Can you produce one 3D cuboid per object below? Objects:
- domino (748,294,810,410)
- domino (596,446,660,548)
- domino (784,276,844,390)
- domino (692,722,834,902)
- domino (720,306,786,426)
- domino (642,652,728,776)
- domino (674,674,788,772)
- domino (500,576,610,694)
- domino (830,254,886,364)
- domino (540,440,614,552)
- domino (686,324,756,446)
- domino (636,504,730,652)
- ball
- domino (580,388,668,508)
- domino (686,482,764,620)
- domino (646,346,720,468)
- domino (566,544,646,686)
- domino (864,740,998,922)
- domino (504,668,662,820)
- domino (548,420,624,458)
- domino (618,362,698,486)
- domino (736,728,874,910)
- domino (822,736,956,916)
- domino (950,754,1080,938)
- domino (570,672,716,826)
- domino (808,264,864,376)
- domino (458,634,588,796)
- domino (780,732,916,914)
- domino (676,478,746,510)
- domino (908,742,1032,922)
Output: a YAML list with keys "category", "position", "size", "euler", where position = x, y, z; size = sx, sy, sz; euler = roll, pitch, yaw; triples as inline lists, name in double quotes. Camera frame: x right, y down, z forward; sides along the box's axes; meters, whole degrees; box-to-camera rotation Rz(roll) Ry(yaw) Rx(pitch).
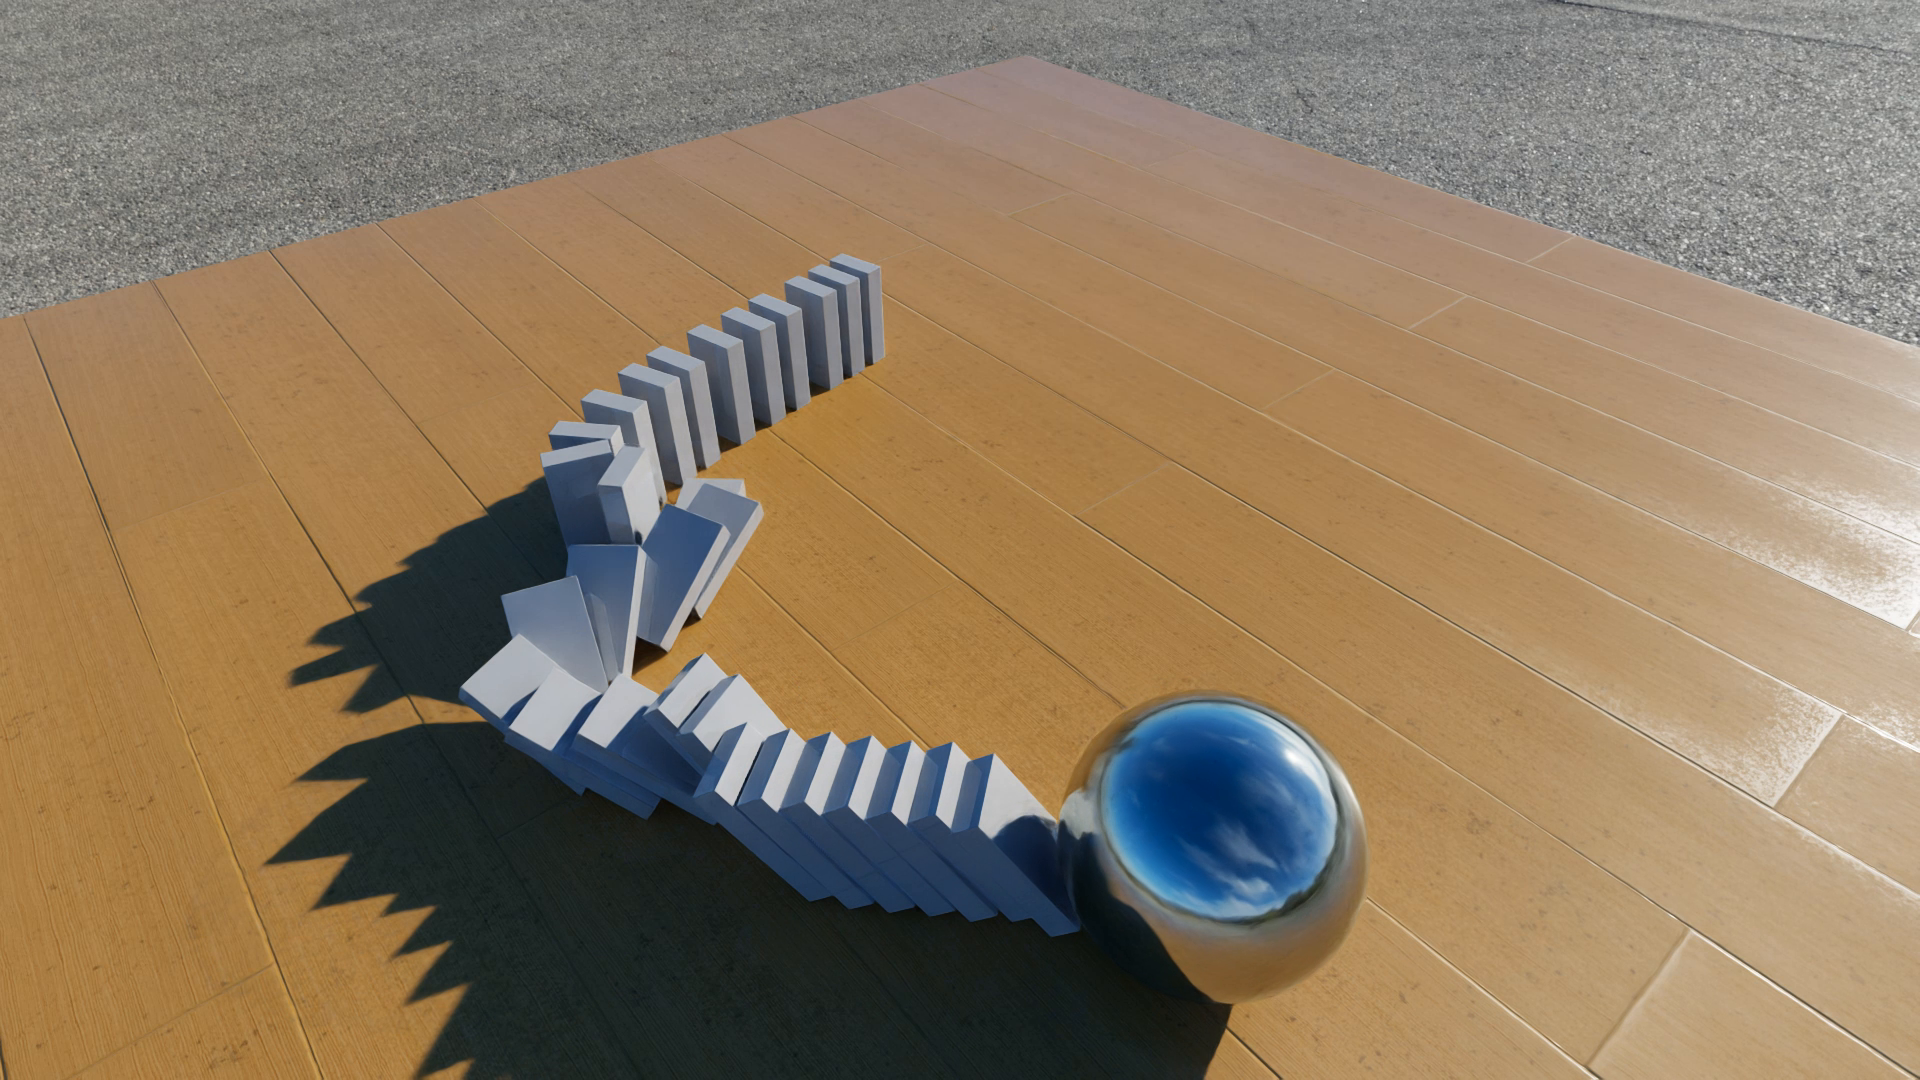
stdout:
- category: "domino"
  position: [-0.085, -0.089, 0.520]
  size: [0.025, 0.050, 0.009]
  euler: [26, 46, 28]
- category: "domino"
  position: [-0.125, -0.008, 0.421]
  size: [0.010, 0.050, 0.025]
  euler: [5, 40, 6]
- category: "domino"
  position: [-0.071, -0.100, 0.534]
  size: [0.025, 0.050, 0.010]
  euler: [27, 46, 29]
- category: "domino"
  position: [-0.052, 0.079, 0.319]
  size: [0.009, 0.050, 0.025]
  euler: [-25, 28, 31]
- category: "domino"
  position: [-0.095, -0.080, 0.509]
  size: [0.025, 0.050, 0.009]
  euler: [26, 46, 28]
- category: "domino"
  position: [-0.071, 0.062, 0.341]
  size: [0.009, 0.050, 0.025]
  euler: [-27, 20, 41]
- category: "domino"
  position: [-0.061, 0.068, 0.332]
  size: [0.010, 0.050, 0.025]
  euler: [-21, 24, 39]
- category: "domino"
  position: [-0.135, 0.040, 0.372]
  size: [0.025, 0.010, 0.050]
  euler: [-16, 80, -18]
- category: "domino"
  position: [-0.051, -0.116, 0.553]
  size: [0.025, 0.050, 0.009]
  euler: [25, 46, 28]
- category: "domino"
  position: [-0.144, -0.013, 0.428]
  size: [0.025, 0.050, 0.009]
  euler: [-15, 42, -18]
- category: "domino"
  position: [-0.108, -0.070, 0.497]
  size: [0.025, 0.050, 0.009]
  euler: [25, 45, 27]
- category: "domino"
  position: [-0.108, 0.014, 0.407]
  size: [0.025, 0.009, 0.050]
  euler: [20, 72, 13]
- category: "ball"
  position: [0.066, 0.080, 0.291]
  size: [0.080, 0.080, 0.080]
  euler: [0, 39, 0]
- category: "domino"
  position: [-0.139, -0.036, 0.456]
  size: [0.025, 0.050, 0.010]
  euler: [15, 42, 17]
- category: "domino"
  position: [-0.099, 0.004, 0.425]
  size: [0.025, 0.010, 0.050]
  euler: [20, 62, 13]
- category: "domino"
  position: [-0.121, -0.058, 0.482]
  size: [0.025, 0.050, 0.010]
  euler: [23, 44, 25]
- category: "domino"
  position: [-0.128, 0.027, 0.392]
  size: [0.025, 0.010, 0.050]
  euler: [1, 69, 1]
- category: "domino"
  position: [-0.005, 0.083, 0.313]
  size: [0.009, 0.050, 0.025]
  euler: [-24, 29, 29]
- category: "domino"
  position: [-0.113, 0.064, 0.346]
  size: [0.050, 0.009, 0.025]
  euler: [32, 45, -8]
- category: "domino"
  position: [-0.145, -0.023, 0.440]
  size: [0.025, 0.050, 0.010]
  euler: [5, 40, 6]
- category: "domino"
  position: [-0.129, -0.049, 0.471]
  size: [0.025, 0.050, 0.009]
  euler: [19, 43, 22]
- category: "domino"
  position: [-0.040, 0.080, 0.316]
  size: [0.010, 0.050, 0.025]
  euler: [-23, 29, 30]
- category: "domino"
  position: [-0.017, 0.082, 0.314]
  size: [0.010, 0.050, 0.025]
  euler: [-24, 29, 30]
- category: "domino"
  position: [0.018, 0.086, 0.309]
  size: [0.009, 0.050, 0.025]
  euler: [-24, 29, 29]
- category: "domino"
  position: [-0.092, 0.065, 0.345]
  size: [0.050, 0.010, 0.025]
  euler: [32, 44, -8]
- category: "domino"
  position: [-0.061, -0.108, 0.543]
  size: [0.025, 0.050, 0.010]
  euler: [26, 46, 29]
- category: "domino"
  position: [-0.132, 0.056, 0.354]
  size: [0.050, 0.010, 0.025]
  euler: [39, 51, -1]
- category: "domino"
  position: [-0.029, 0.081, 0.315]
  size: [0.009, 0.050, 0.025]
  euler: [-24, 29, 30]
- category: "domino"
  position: [-0.105, -0.007, 0.451]
  size: [0.025, 0.009, 0.050]
  euler: [1, 39, 1]
- category: "domino"
  position: [0.006, 0.083, 0.313]
  size: [0.010, 0.050, 0.025]
  euler: [-24, 30, 29]
